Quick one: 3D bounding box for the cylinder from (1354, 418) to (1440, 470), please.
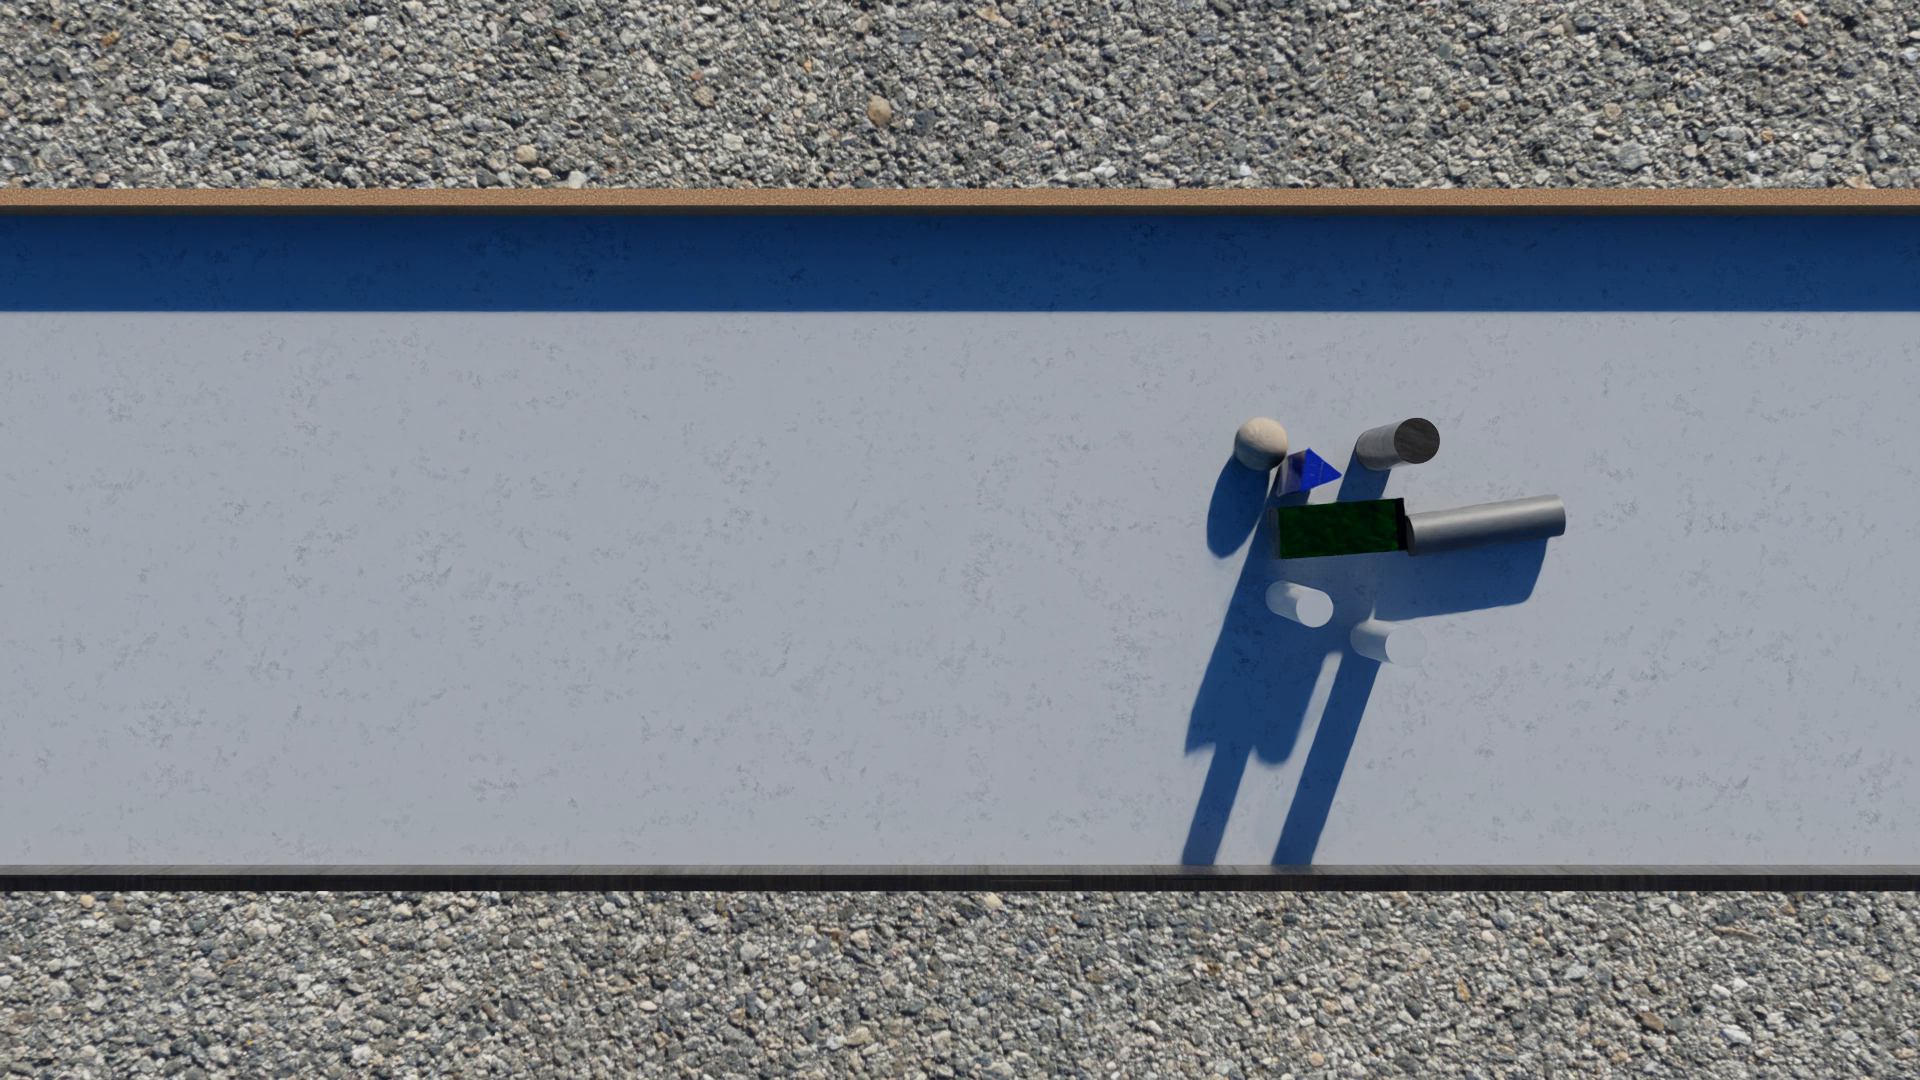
[{"bbox_3d":[1.280,-0.278,4.849,0.130,0.456,0.130,0,90,0],"label":"cylinder"}]

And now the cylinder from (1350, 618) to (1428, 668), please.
[{"bbox_3d":[1.260,0.301,4.867,0.119,0.419,0.119,0,90,0],"label":"cylinder"}]

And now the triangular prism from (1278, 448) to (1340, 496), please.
[{"bbox_3d":[1.010,-0.208,4.875,0.122,0.402,0.106,-21,89,1],"label":"triangular prism"}]

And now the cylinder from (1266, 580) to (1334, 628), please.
[{"bbox_3d":[0.999,0.186,4.877,0.106,0.392,0.106,0,93,-2],"label":"cylinder"}]

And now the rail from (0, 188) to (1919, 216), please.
[{"bbox_3d":[-2.247,-1.025,5.002,12.000,0.150,0.050,0,90,0],"label":"rail"}]

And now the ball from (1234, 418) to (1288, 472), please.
[{"bbox_3d":[0.912,-0.288,4.996,0.161,0.161,0.161,0,90,0],"label":"ball"}]

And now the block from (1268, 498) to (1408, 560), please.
[{"bbox_3d":[1.142,-0.034,4.998,0.376,0.156,0.156,-4,90,0],"label":"block"}]

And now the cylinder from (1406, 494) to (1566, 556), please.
[{"bbox_3d":[1.590,-0.045,5.012,0.457,0.129,0.129,-8,90,0],"label":"cylinder"}]

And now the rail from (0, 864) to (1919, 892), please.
[{"bbox_3d":[-2.247,1.025,5.001,12.000,0.150,0.050,0,90,0],"label":"rail"}]
